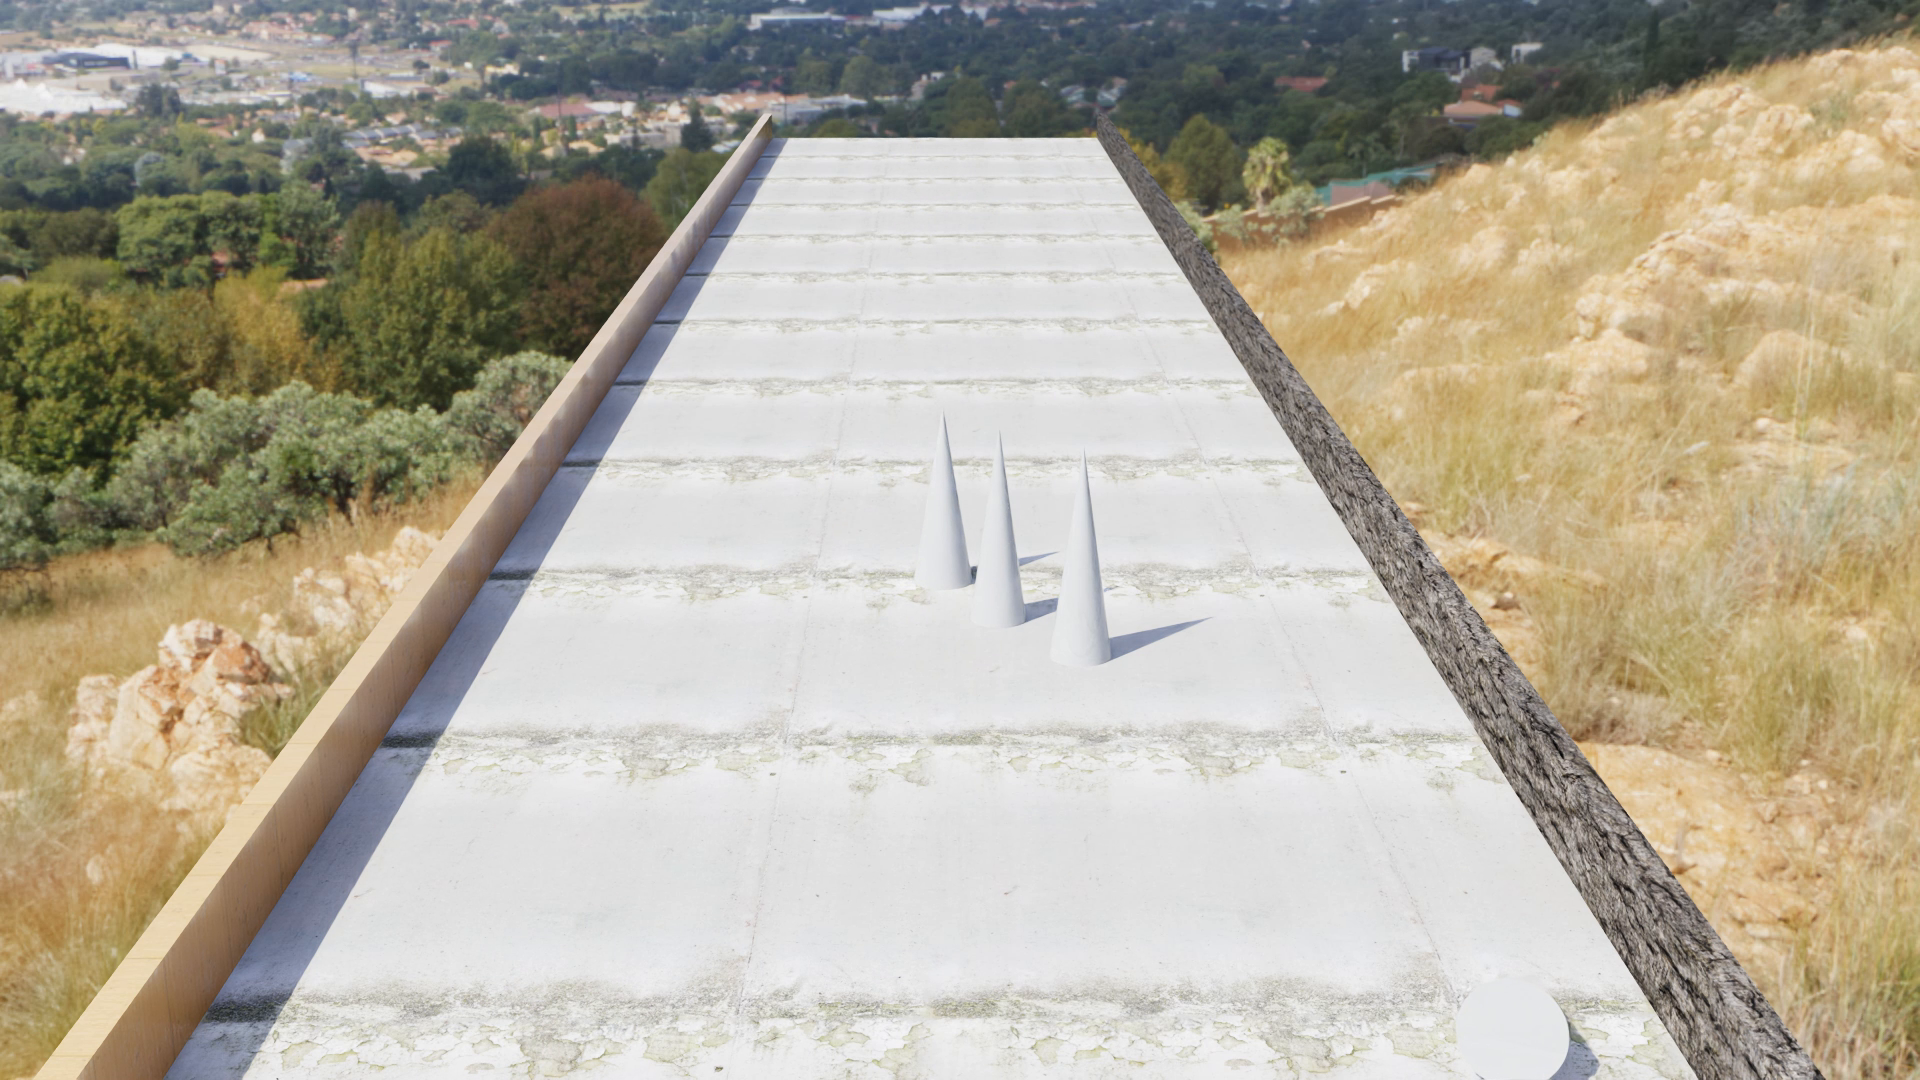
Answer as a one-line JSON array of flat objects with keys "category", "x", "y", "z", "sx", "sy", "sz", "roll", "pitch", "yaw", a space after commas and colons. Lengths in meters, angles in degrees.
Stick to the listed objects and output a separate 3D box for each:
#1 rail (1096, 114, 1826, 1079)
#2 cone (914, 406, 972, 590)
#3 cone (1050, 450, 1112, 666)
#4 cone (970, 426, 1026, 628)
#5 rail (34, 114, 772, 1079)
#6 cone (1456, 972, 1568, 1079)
[{"category": "rail", "x": 0.932, "y": -0.844, "z": 7.801, "sx": 0.050, "sy": 0.150, "sz": 12.000, "roll": 0, "pitch": 17, "yaw": -1}, {"category": "cone", "x": -0.037, "y": -0.101, "z": 4.861, "sx": 0.132, "sy": 0.403, "sz": 0.132, "roll": 0, "pitch": 17, "yaw": 0}, {"category": "cone", "x": 0.243, "y": 0.024, "z": 4.376, "sx": 0.126, "sy": 0.439, "sz": 0.126, "roll": 0, "pitch": 17, "yaw": 0}, {"category": "cone", "x": 0.081, "y": -0.035, "z": 4.602, "sx": 0.120, "sy": 0.423, "sz": 0.120, "roll": 0, "pitch": 17, "yaw": 0}, {"category": "rail", "x": -1.118, "y": -0.838, "z": 7.780, "sx": 0.050, "sy": 0.150, "sz": 12.000, "roll": 0, "pitch": 17, "yaw": -1}, {"category": "cone", "x": 0.769, "y": 0.628, "z": 2.993, "sx": 0.143, "sy": 0.143, "sz": 0.329, "roll": 6, "pitch": 5, "yaw": 20}]
